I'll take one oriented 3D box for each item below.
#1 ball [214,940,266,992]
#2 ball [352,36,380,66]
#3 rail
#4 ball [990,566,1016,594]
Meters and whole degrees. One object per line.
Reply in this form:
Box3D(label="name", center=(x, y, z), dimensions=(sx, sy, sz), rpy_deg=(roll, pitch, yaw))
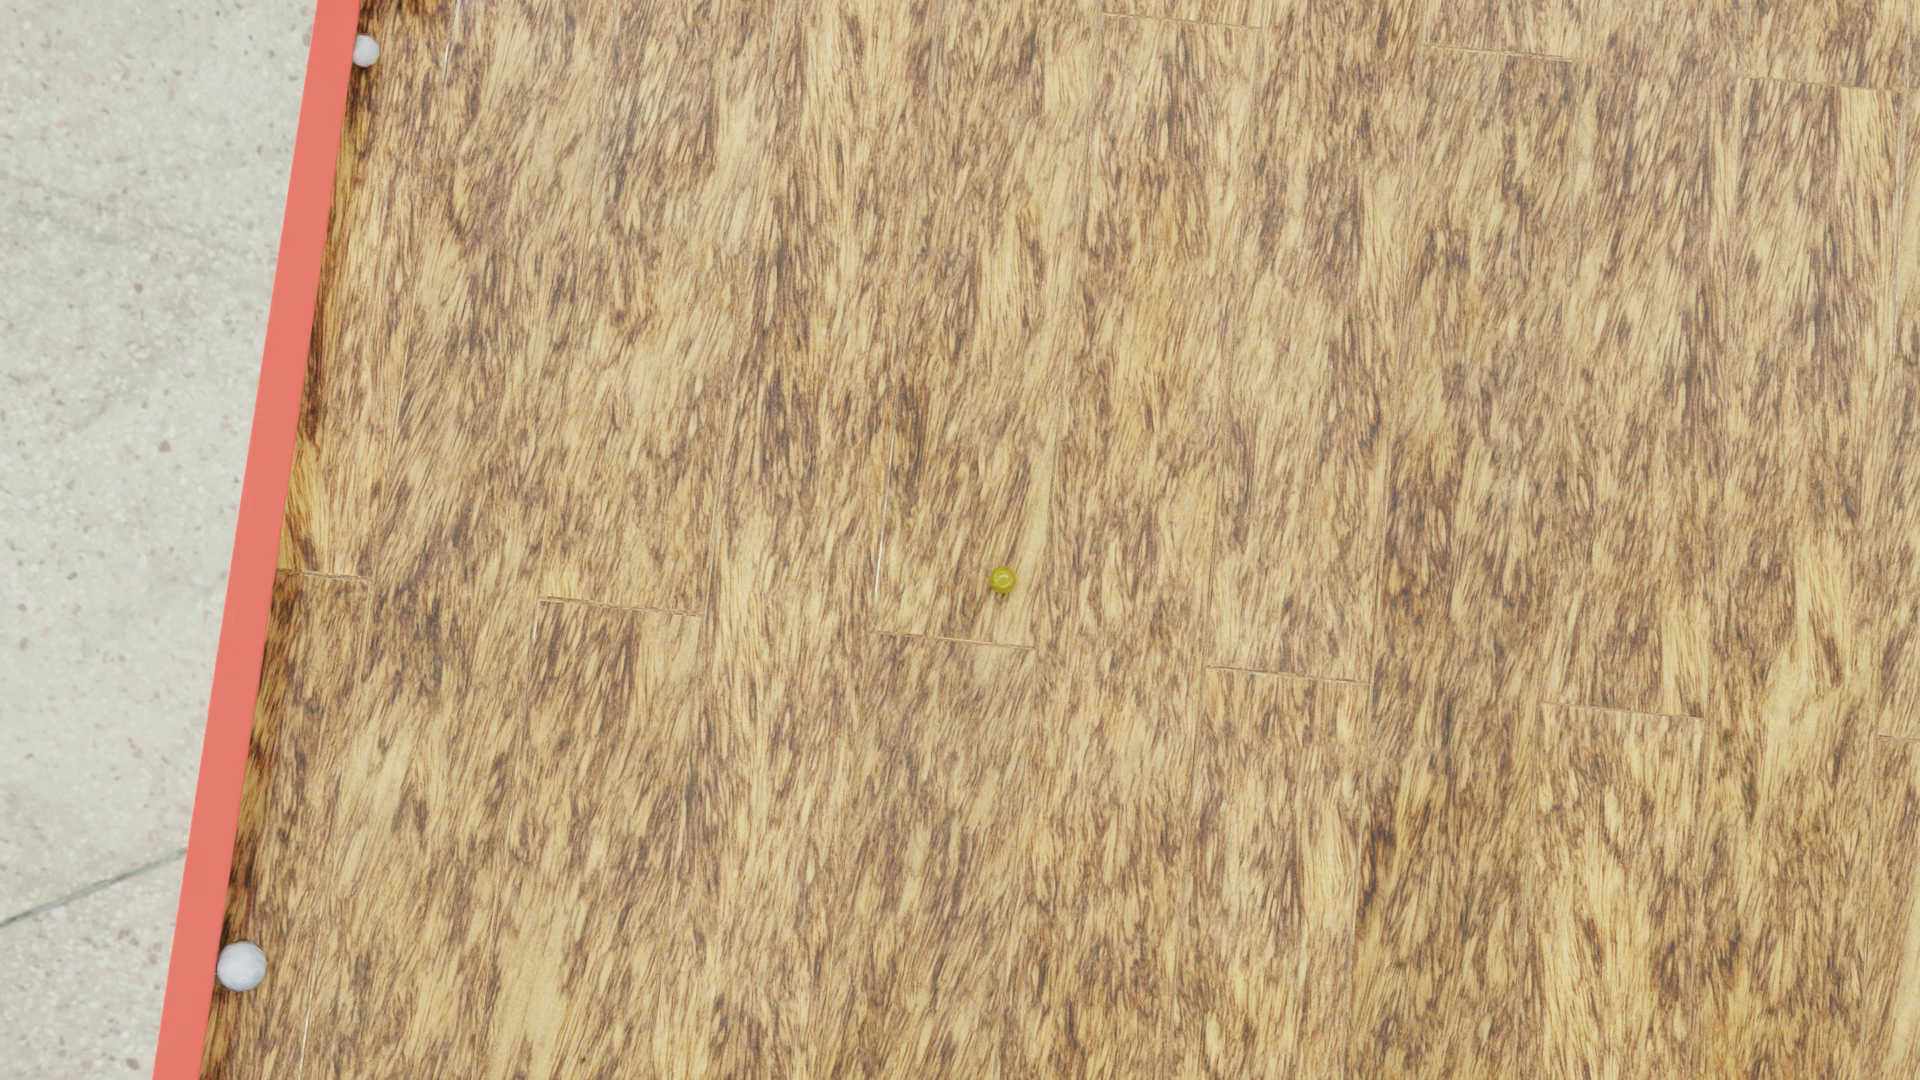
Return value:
Box3D(label="ball", center=(-1.039, 0.616, 3.178), dimensions=(0.071, 0.071, 0.071), rpy_deg=(0, 82, 0))
Box3D(label="ball", center=(-0.919, -0.753, 3.387), dimensions=(0.047, 0.047, 0.047), rpy_deg=(0, 82, 0))
Box3D(label="rail", center=(-1.014, -0.109, 3.256), dimensions=(0.045, 0.120, 2.295), rpy_deg=(6, 82, 1))
Box3D(label="ball", center=(0.064, 0.059, 3.273), dimensions=(0.041, 0.041, 0.041), rpy_deg=(0, 82, 0))
